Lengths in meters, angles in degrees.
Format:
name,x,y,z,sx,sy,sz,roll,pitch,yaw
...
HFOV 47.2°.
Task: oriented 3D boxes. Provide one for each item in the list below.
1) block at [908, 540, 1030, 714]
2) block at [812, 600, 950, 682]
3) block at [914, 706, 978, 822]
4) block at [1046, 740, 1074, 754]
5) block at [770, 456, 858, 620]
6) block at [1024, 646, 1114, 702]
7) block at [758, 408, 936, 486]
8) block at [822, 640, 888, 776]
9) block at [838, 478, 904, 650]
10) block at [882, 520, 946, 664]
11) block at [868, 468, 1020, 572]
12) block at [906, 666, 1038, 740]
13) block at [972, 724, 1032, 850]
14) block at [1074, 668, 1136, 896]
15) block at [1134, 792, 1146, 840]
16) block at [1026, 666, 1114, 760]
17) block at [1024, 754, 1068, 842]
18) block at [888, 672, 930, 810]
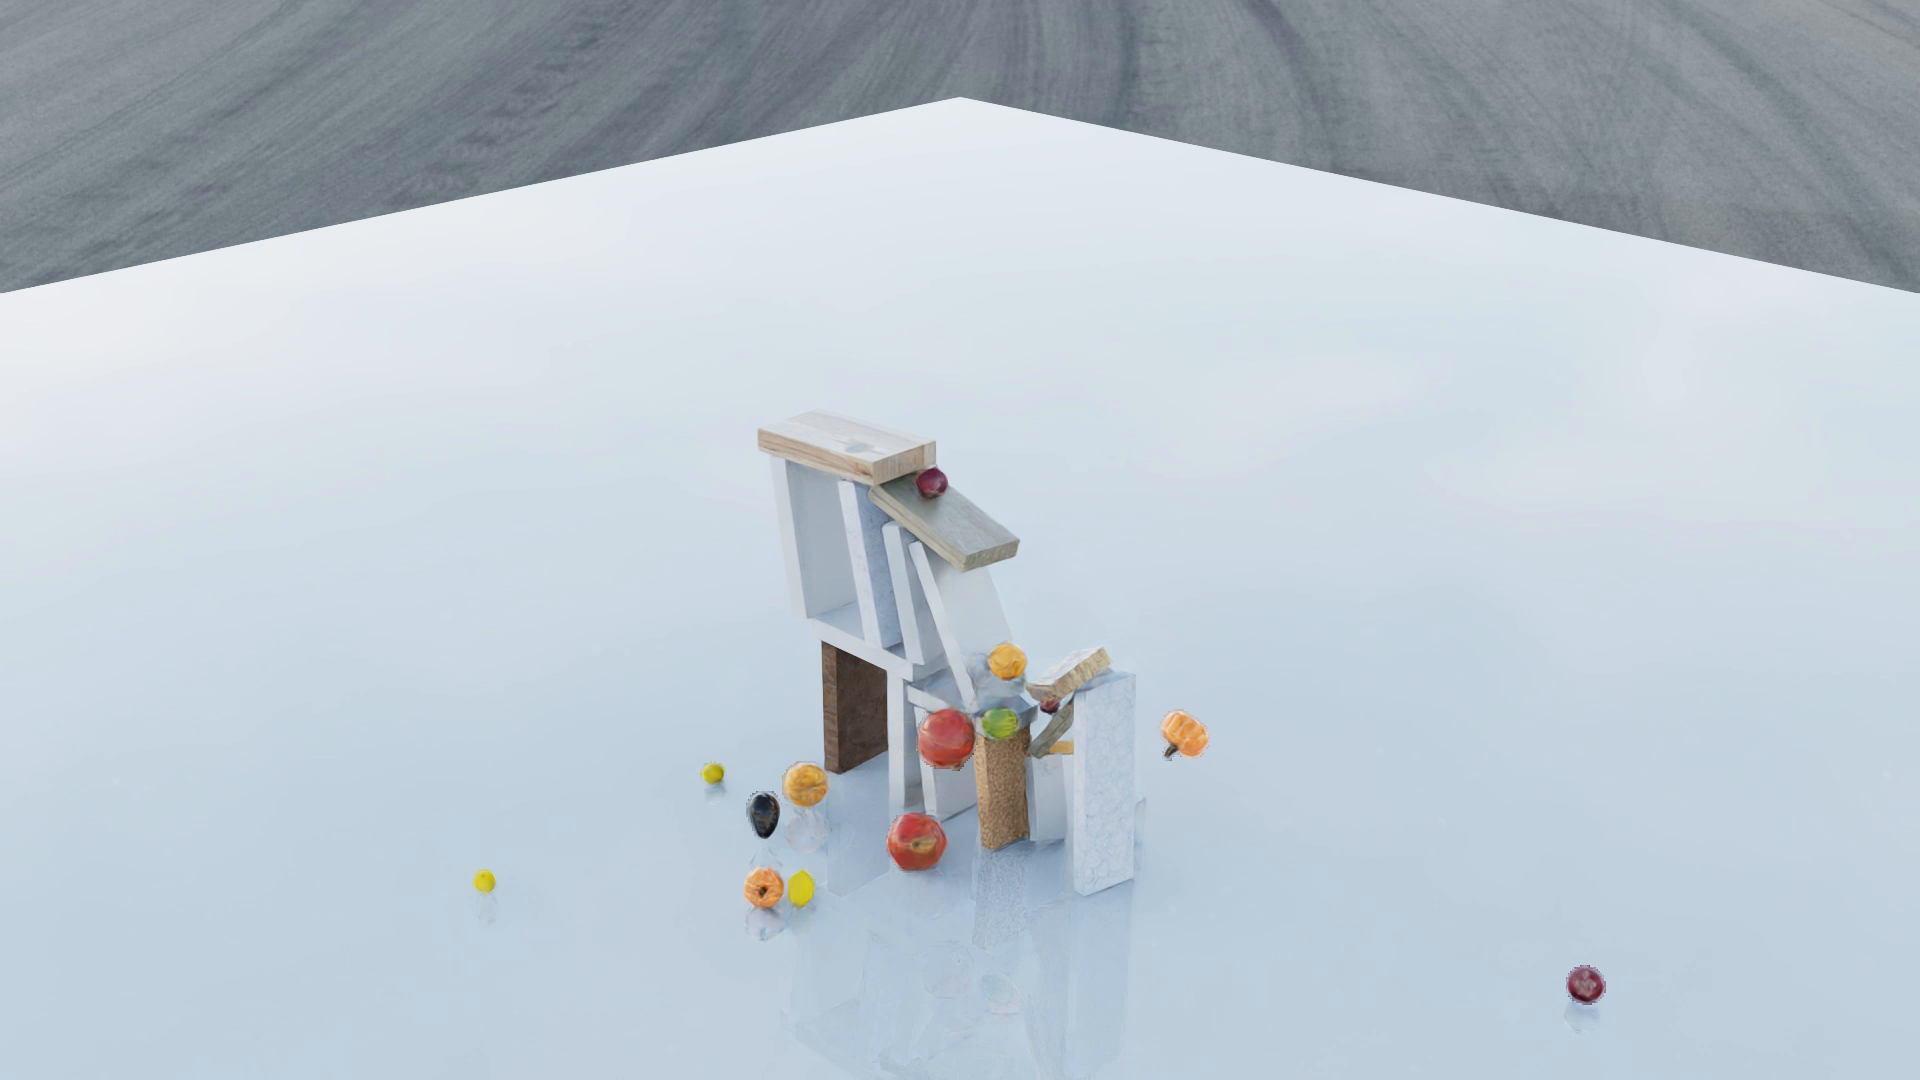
name,x,y,z,sx,sy,sz,roll,pitch,yaw
block,0.019,0.151,4.275,0.141,0.346,0.040,-20,0,-42
block,-0.146,0.199,4.473,0.149,0.042,0.299,-21,31,-40
block,-0.024,0.432,4.428,0.121,0.243,0.034,-21,23,-41
block,0.235,0.416,4.406,0.166,0.023,0.083,1,-8,-19
block,-0.289,-0.026,4.525,0.171,0.342,0.048,-21,22,-41
block,0.200,0.250,4.085,0.120,0.034,0.239,-35,2,-10
block,-0.228,-0.188,4.391,0.342,0.048,0.171,18,28,42
block,-0.219,0.328,4.606,0.042,0.299,0.149,19,30,38
block,-0.135,0.028,4.382,0.171,0.342,0.048,-21,17,-40
block,-0.070,0.086,4.321,0.040,0.283,0.141,2,20,37
block,-0.033,-0.042,4.242,0.141,0.040,0.283,-16,43,-41
block,0.024,0.320,4.334,0.243,0.034,0.121,21,31,40
block,0.090,0.475,4.328,0.122,0.243,0.034,-19,23,-38
block,0.271,0.458,4.132,0.120,0.428,0.034,-15,25,-32
block,0.312,0.568,4.316,0.023,0.083,0.166,16,28,31
block,0.211,0.330,4.242,0.034,0.239,0.120,39,58,3
block,0.170,0.507,4.339,0.083,0.166,0.023,0,-5,-42
block,-0.075,0.384,4.474,0.149,0.299,0.042,-21,31,-41
